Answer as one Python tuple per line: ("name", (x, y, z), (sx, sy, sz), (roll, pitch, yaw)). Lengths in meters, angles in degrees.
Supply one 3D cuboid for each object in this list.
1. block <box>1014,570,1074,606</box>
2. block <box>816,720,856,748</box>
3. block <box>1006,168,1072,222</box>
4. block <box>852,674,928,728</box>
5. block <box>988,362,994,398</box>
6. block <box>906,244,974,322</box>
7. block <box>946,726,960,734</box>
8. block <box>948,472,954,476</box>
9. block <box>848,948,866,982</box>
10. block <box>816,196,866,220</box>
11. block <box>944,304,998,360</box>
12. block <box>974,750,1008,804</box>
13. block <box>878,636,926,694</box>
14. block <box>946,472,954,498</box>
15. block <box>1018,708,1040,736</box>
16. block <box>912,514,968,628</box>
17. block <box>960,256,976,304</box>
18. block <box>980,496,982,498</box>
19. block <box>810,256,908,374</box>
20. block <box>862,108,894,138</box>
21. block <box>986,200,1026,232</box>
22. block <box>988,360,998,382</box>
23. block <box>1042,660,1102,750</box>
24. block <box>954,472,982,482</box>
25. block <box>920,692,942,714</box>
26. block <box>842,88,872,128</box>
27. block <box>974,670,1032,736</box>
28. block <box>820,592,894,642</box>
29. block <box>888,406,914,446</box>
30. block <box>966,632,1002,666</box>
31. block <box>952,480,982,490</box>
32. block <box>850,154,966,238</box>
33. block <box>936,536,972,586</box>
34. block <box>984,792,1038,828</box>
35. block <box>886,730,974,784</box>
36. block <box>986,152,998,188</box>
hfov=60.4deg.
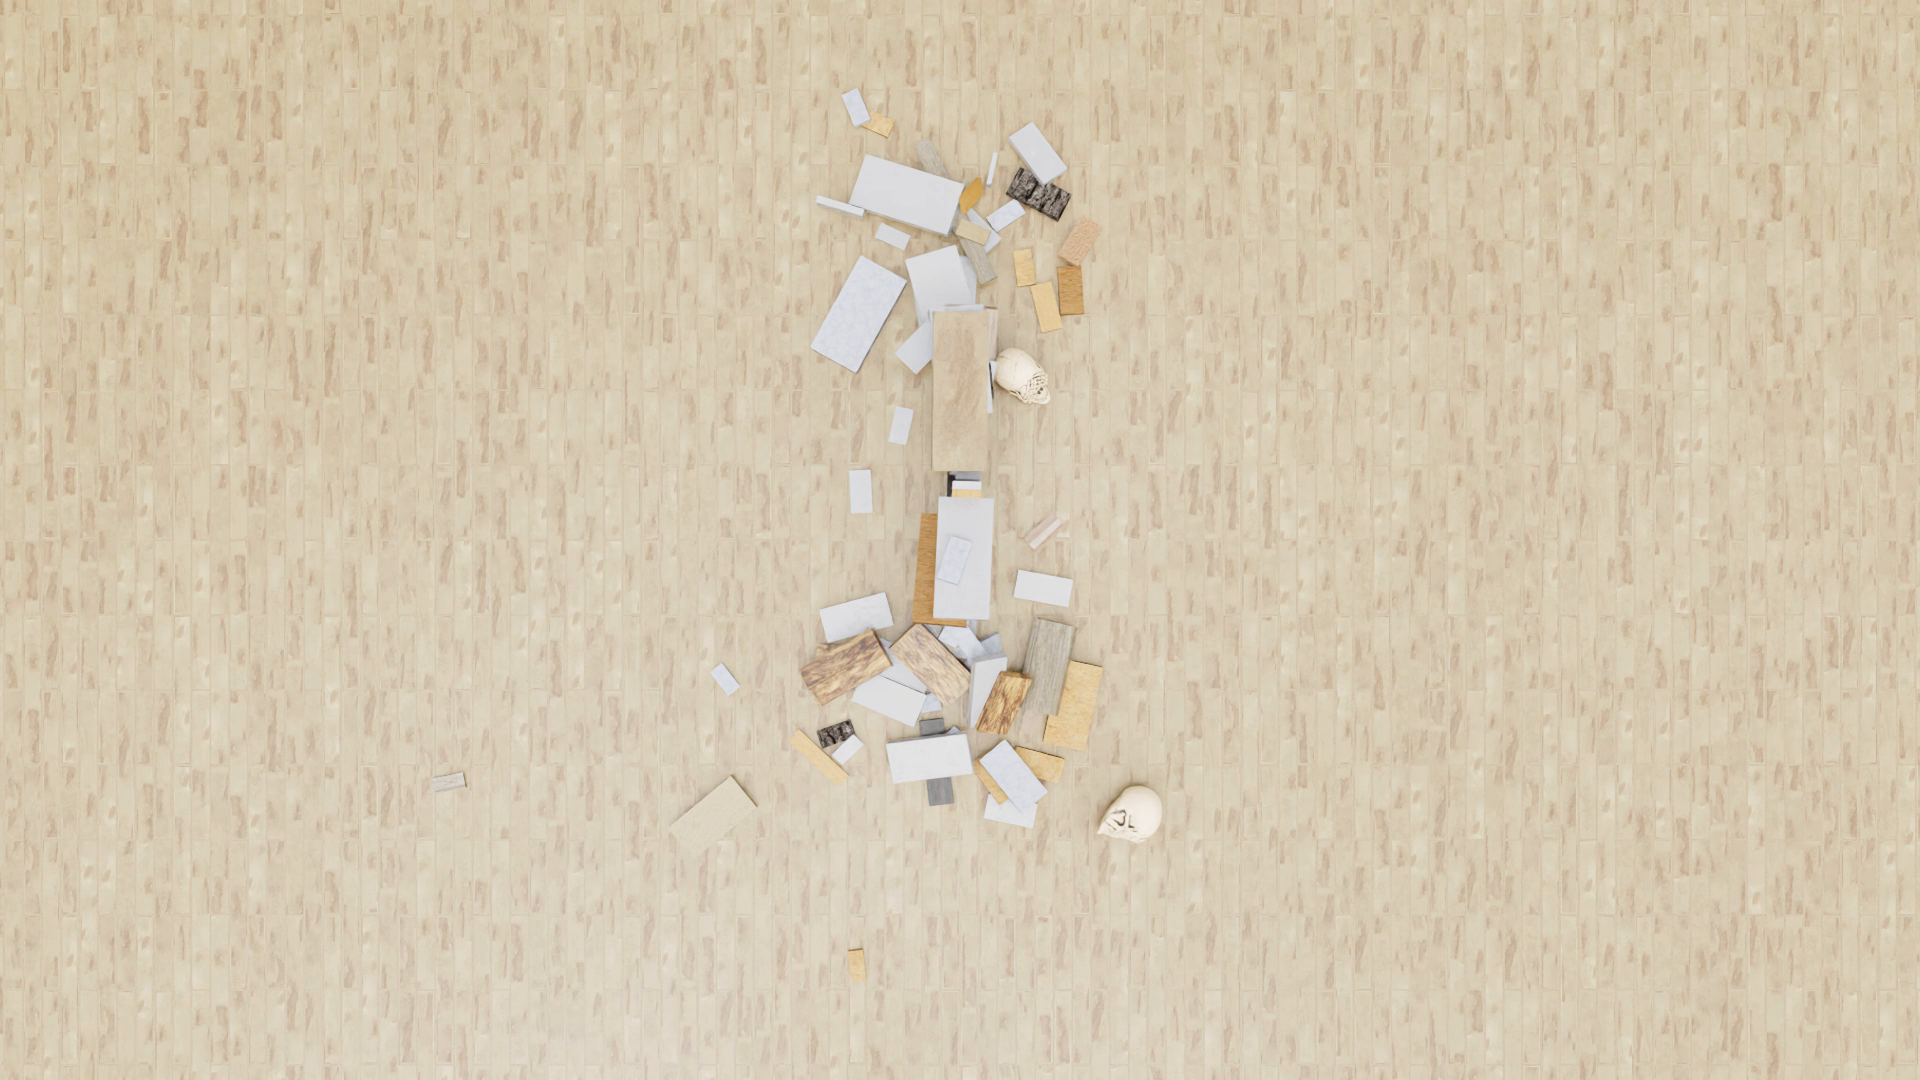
("block", (0.277, 0.161, 5.487), (0.184, 0.026, 0.092), (10, 90, 0))
("block", (-0.412, 0.646, 5.492), (0.120, 0.017, 0.060), (-20, 90, 0))
("block", (0.262, -1.148, 5.477), (0.196, 0.028, 0.098), (28, 79, 0))
("block", (-0.234, 0.523, 5.472), (0.227, 0.032, 0.113), (22, 90, 6))
("block", (0.076, -0.517, 5.384), (0.059, 0.017, 0.118), (-7, 110, -3))
("block", (-0.048, -0.780, 5.449), (0.174, 0.049, 0.347), (-17, 90, 0))
("block", (-0.039, 0.679, 5.468), (0.060, 0.017, 0.120), (43, 90, 0))
("block", (0.016, -0.335, 5.404), (0.091, 0.026, 0.250), (3, 85, -5))
("block", (-0.343, 1.416, 5.493), (0.050, 0.014, 0.101), (-6, 90, 0))
("block", (-0.394, -1.099, 5.460), (0.159, 0.080, 0.023), (17, 90, 0))
("block", (0.022, -0.594, 5.407), (0.174, 0.049, 0.347), (3, 109, -7))
("block", (0.114, 0.789, 5.474), (0.083, 0.023, 0.166), (-37, 84, -7))
("block", (-0.200, 0.413, 5.484), (0.227, 0.032, 0.113), (23, 90, 0))
("block", (0.007, -0.149, 5.413), (0.098, 0.028, 0.196), (2, 81, -1))
("block", (0.236, 0.594, 5.493), (0.052, 0.015, 0.103), (16, 90, 0))
("block", (-0.052, 0.098, 5.333), (0.177, 0.050, 0.355), (5, 81, 1))
("block", (0.007, -0.848, 5.487), (0.094, 0.027, 0.189), (3, 90, 0))
("block", (0.015, -0.054, 5.486), (0.098, 0.028, 0.196), (4, 90, 0))
("block", (-0.336, -0.747, 5.475), (0.174, 0.049, 0.348), (29, 90, 0))
("block", (-0.283, -1.390, 5.492), (0.118, 0.017, 0.059), (24, 90, 0))
("block", (0.152, -1.080, 5.492), (0.119, 0.017, 0.059), (-34, 90, 0))
("block", (0.074, -0.525, 5.400), (0.068, 0.019, 0.137), (10, 108, -9))
("block", (0.374, 0.546, 5.480), (0.142, 0.040, 0.284), (12, 90, 0))
("block", (0.026, -0.272, 5.354), (0.084, 0.024, 0.167), (2, 71, -5))
("block", (-0.124, 0.544, 5.492), (0.120, 0.017, 0.060), (-10, 90, 0))
("block", (-0.344, -1.436, 5.478), (0.059, 0.017, 0.118), (-24, 81, 9))
("block", (0.143, 0.536, 5.415), (0.112, 0.032, 0.223), (10, 115, -31))
("block", (-0.344, 0.257, 5.484), (0.227, 0.032, 0.113), (-15, 90, 0))
("block", (-0.196, -0.380, 5.491), (0.060, 0.017, 0.121), (12, 90, 0))
("block", (0.079, 0.361, 5.449), (0.131, 0.018, 0.065), (-25, 115, -28))
("block", (0.020, -0.176, 5.311), (0.091, 0.182, 0.026), (2, 92, -1))
("block", (-0.173, -1.137, 5.449), (0.347, 0.049, 0.174), (19, 90, 9))
("block", (-0.018, 0.066, 5.251), (0.071, 0.020, 0.142), (18, 82, 3))
("block", (0.169, 0.900, 5.488), (0.166, 0.024, 0.083), (12, 90, 0))
("block", (-0.098, 0.716, 5.442), (0.271, 0.038, 0.135), (-9, 98, 11))
("block", (0.107, -1.228, 5.473), (0.015, 0.053, 0.106), (13, 90, 0))
